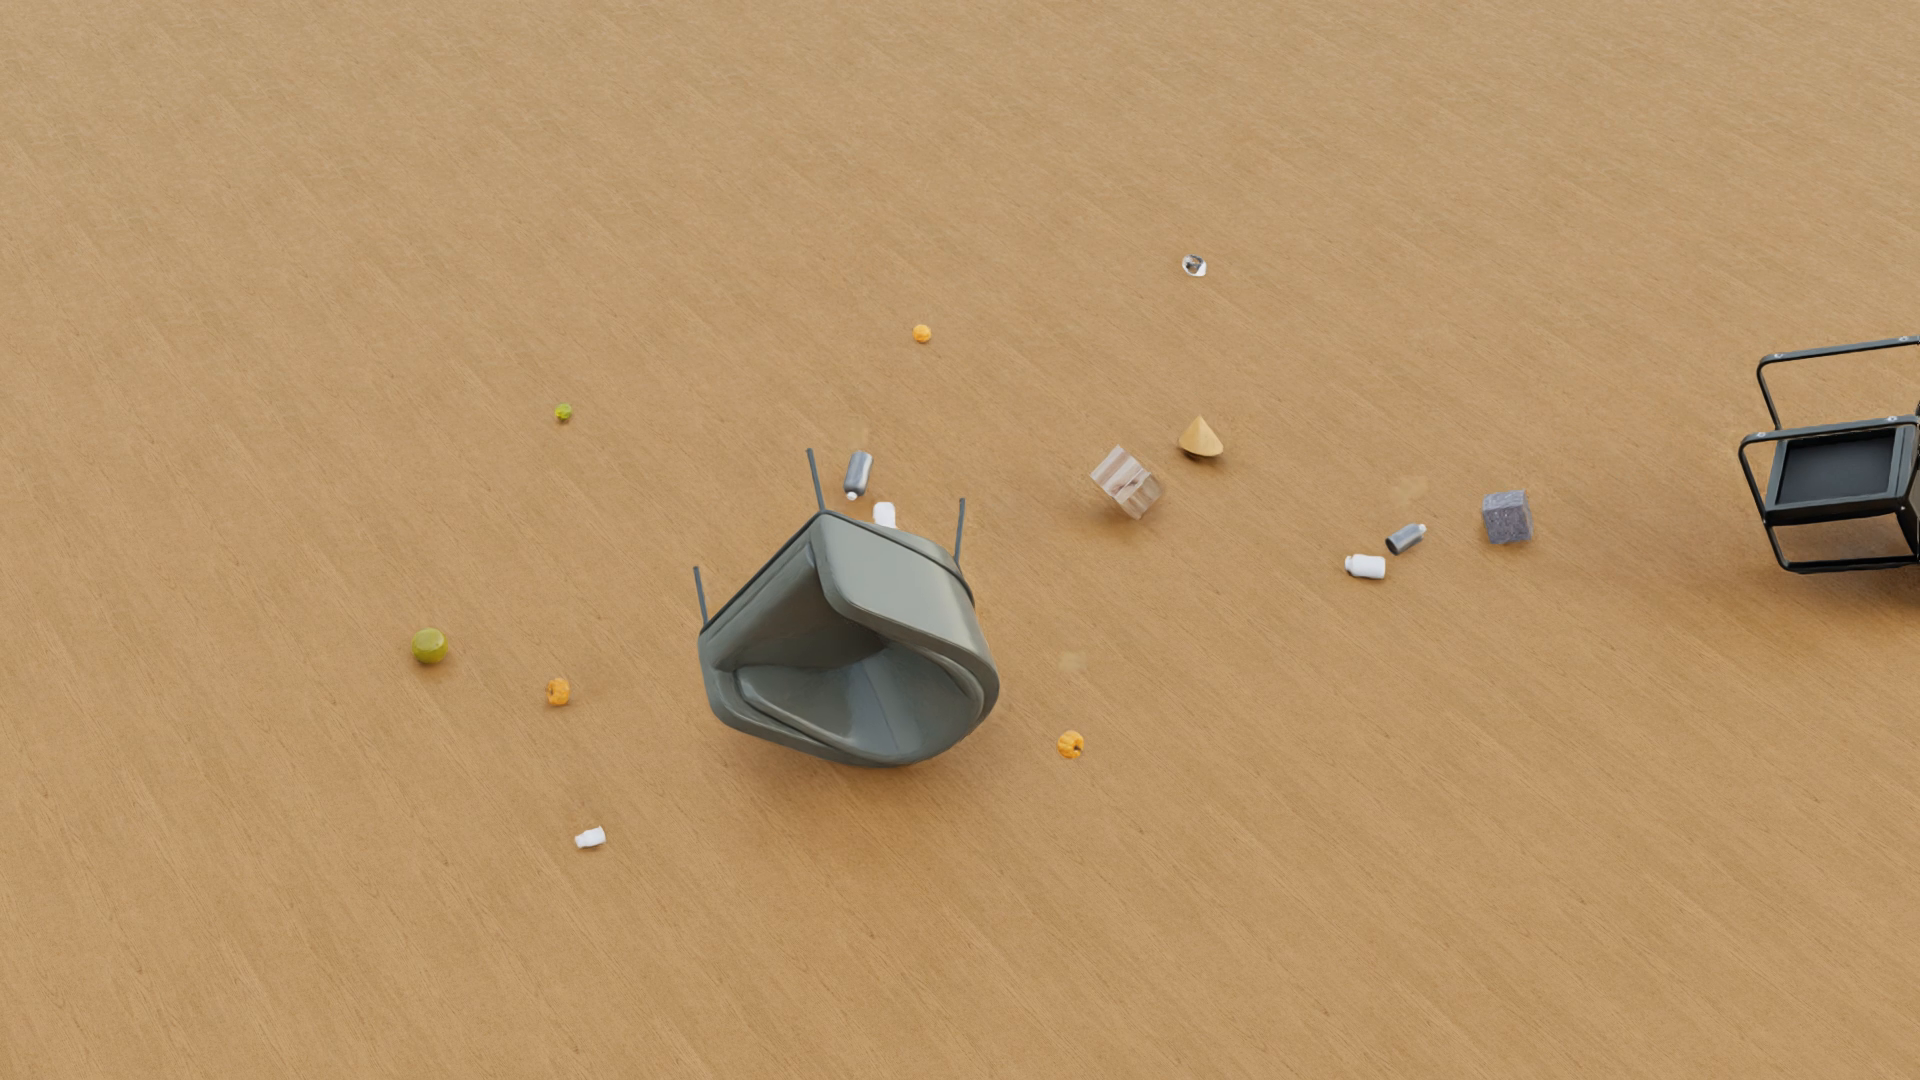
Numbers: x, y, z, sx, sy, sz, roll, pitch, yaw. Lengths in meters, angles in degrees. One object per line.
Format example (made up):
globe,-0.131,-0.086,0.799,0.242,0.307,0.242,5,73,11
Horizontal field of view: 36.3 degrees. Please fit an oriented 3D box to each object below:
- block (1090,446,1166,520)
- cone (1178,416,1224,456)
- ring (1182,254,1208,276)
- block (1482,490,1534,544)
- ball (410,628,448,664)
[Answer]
block,0.631,-0.216,11.032,0.161,0.165,0.190,-47,58,2
cone,0.937,-0.429,11.427,0.151,0.126,0.273,-11,22,-17
ring,1.017,-1.189,12.699,0.090,0.057,0.138,-20,39,-25
block,2.036,-0.086,10.899,0.150,0.153,0.112,-9,30,21
ball,-1.857,0.370,10.266,0.129,0.129,0.129,0,33,0
